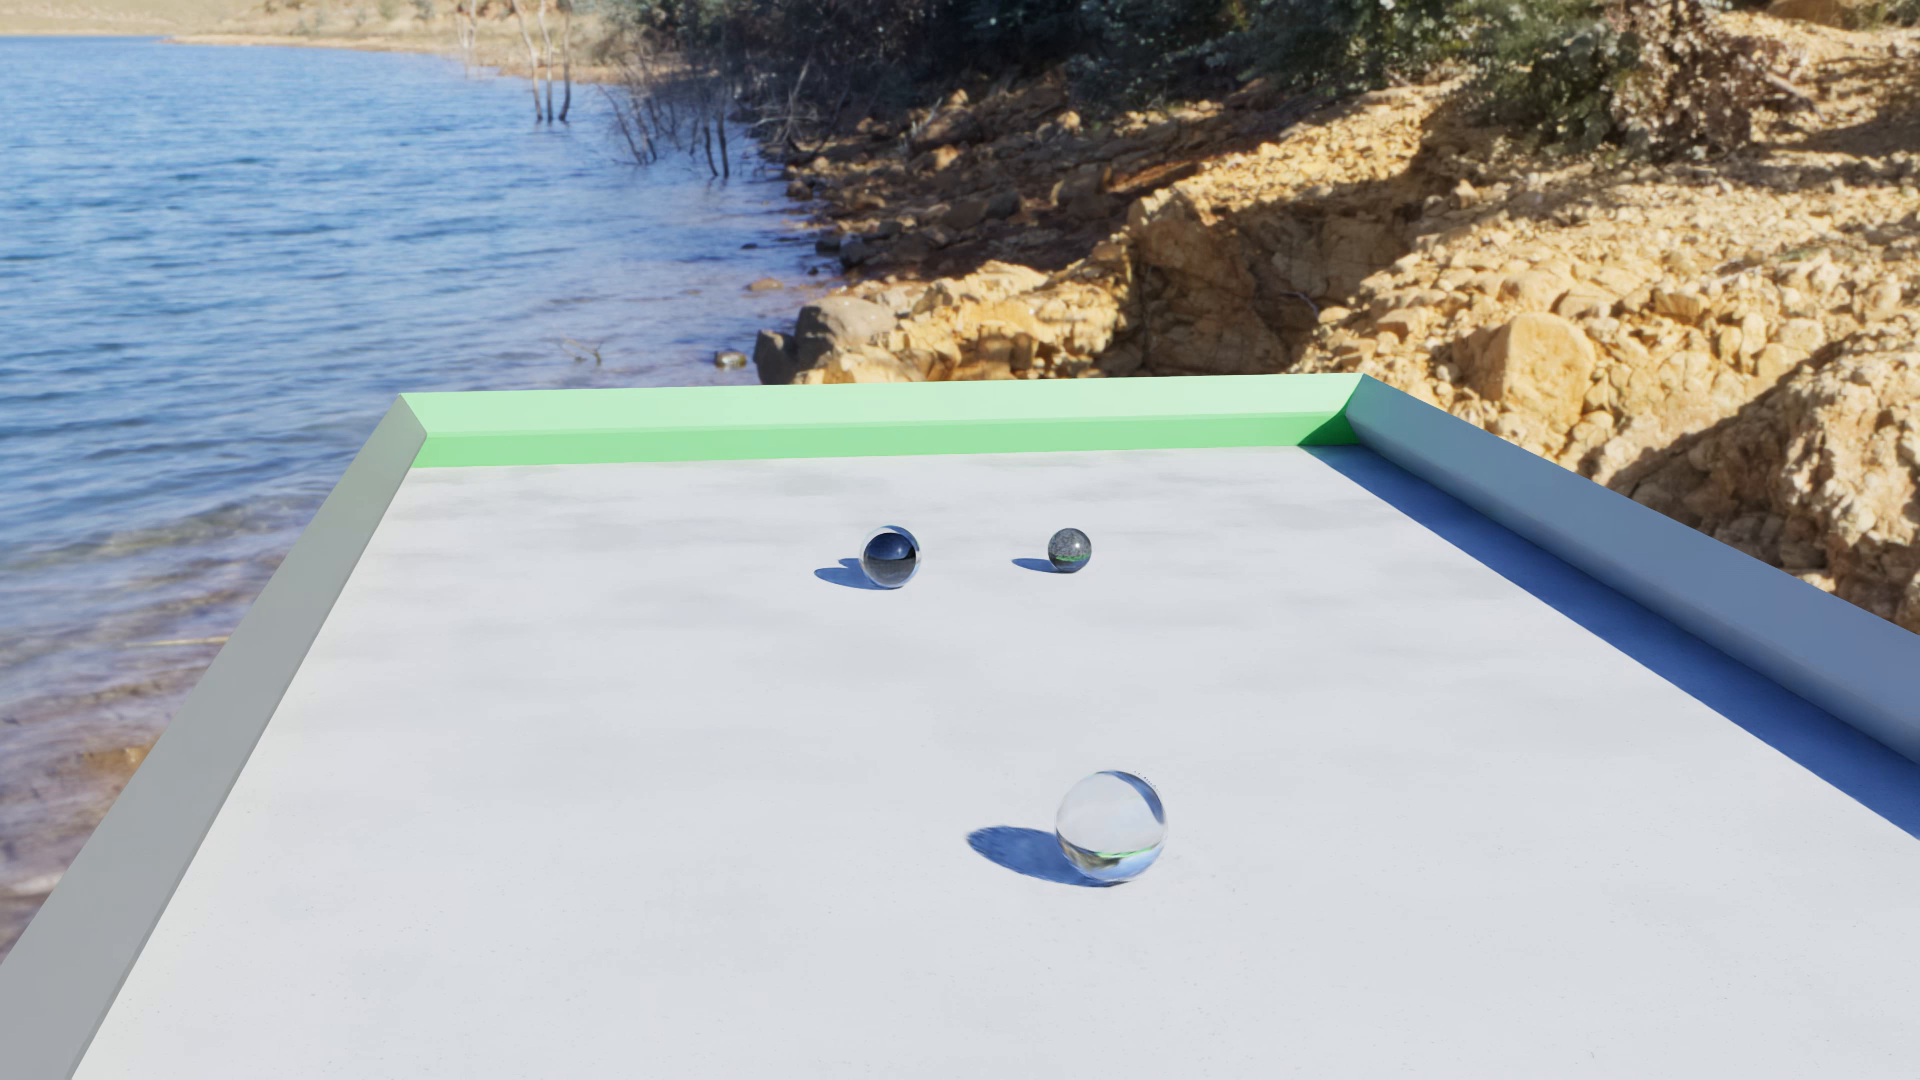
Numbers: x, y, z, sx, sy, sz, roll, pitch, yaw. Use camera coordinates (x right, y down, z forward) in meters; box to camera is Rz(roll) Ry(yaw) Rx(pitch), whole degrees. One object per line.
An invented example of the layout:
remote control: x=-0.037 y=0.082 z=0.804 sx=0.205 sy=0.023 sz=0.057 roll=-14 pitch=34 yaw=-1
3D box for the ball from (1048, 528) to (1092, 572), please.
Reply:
ball: x=0.144 y=0.013 z=2.874 sx=0.058 sy=0.058 sz=0.058 roll=0 pitch=13 yaw=0

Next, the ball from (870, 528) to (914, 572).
ball: x=-0.089 y=0.013 z=2.875 sx=0.058 sy=0.058 sz=0.058 roll=0 pitch=13 yaw=0

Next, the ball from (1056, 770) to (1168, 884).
ball: x=0.126 y=0.237 z=1.820 sx=0.093 sy=0.093 sz=0.093 roll=0 pitch=13 yaw=0

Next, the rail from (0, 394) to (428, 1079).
rail: x=-0.668 y=0.169 z=2.048 sx=0.045 sy=0.121 sz=3.136 roll=-2 pitch=13 yaw=-8

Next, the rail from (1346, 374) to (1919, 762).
rail: x=0.881 y=0.122 z=2.255 sx=0.045 sy=0.121 sz=3.136 roll=-2 pitch=13 yaw=-8

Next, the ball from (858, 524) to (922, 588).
ball: x=-0.088 y=0.021 z=2.790 sx=0.080 sy=0.080 sz=0.080 roll=0 pitch=13 yaw=0

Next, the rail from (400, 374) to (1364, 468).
rail: x=-0.103 y=-0.196 z=3.642 sx=1.611 sy=0.121 sz=0.045 roll=-2 pitch=13 yaw=-8
